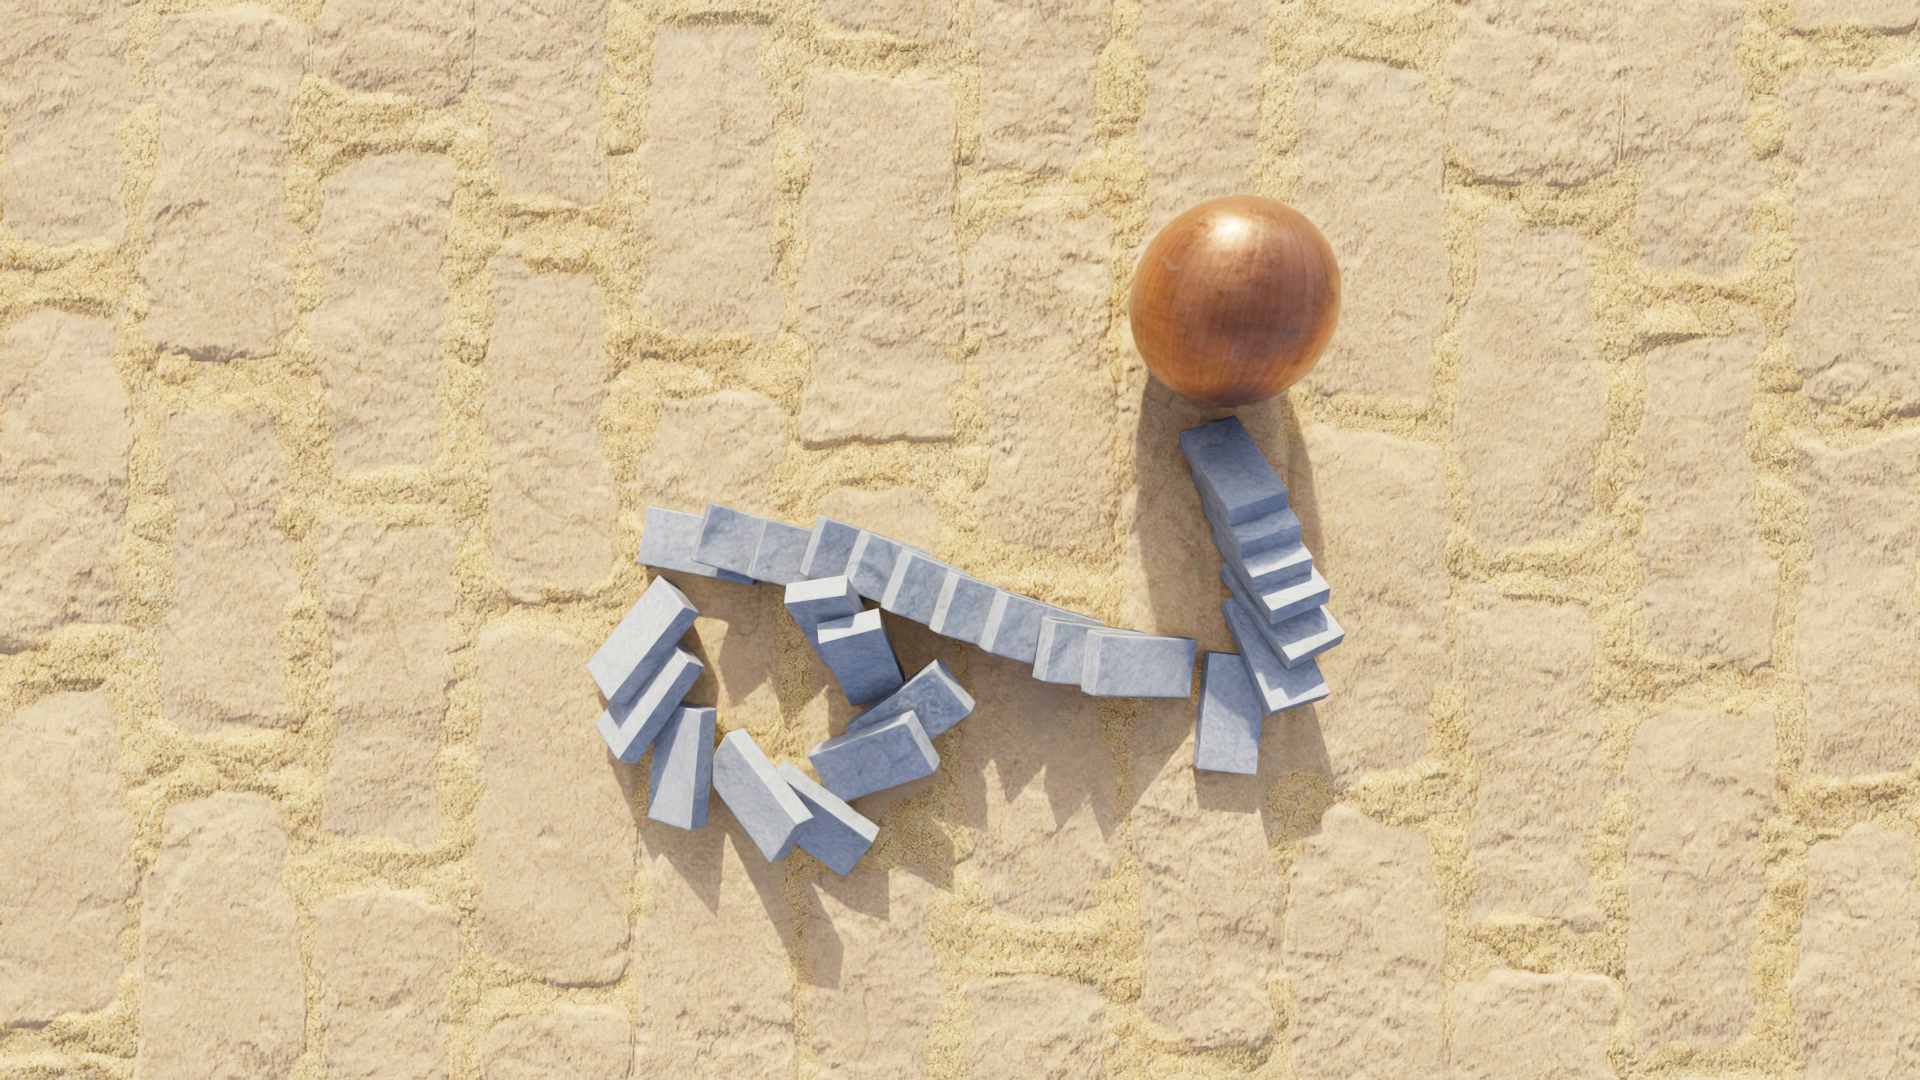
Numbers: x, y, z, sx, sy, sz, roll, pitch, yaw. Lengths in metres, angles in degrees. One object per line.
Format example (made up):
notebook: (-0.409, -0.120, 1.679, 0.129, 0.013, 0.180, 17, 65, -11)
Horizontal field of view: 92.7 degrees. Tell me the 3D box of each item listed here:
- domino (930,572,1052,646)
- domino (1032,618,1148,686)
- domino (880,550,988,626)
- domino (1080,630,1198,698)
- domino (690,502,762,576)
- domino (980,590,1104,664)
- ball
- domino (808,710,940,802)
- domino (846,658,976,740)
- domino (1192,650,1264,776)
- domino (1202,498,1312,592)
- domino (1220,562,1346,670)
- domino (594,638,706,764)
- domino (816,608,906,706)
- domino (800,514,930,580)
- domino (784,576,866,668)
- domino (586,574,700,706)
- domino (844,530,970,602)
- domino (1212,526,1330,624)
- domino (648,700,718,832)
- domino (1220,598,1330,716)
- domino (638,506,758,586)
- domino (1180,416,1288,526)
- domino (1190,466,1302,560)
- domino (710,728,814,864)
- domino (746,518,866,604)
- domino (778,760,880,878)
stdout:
domino: (0.014, 0.032, 0.384, 0.050, 0.009, 0.025, 19, 89, -29)
domino: (0.056, 0.048, 0.384, 0.050, 0.010, 0.025, 10, 90, -27)
domino: (-0.006, 0.025, 0.383, 0.050, 0.009, 0.025, 22, 88, -30)
domino: (0.076, 0.052, 0.384, 0.050, 0.009, 0.025, 6, 92, -27)
domino: (-0.084, 0.003, 0.385, 0.050, 0.009, 0.025, 17, 89, -24)
domino: (0.035, 0.040, 0.384, 0.050, 0.010, 0.025, 18, 90, -28)
ball: (0.107, -0.093, 0.360, 0.080, 0.080, 0.080, 0, 90, 0)
domino: (-0.036, 0.091, 0.384, 0.050, 0.010, 0.025, -23, 102, 22)
domino: (-0.021, 0.074, 0.386, 0.050, 0.010, 0.025, -37, 96, 19)
domino: (0.116, 0.074, 0.395, 0.025, 0.010, 0.050, 6, 90, 0)
domino: (0.122, -0.003, 0.379, 0.025, 0.010, 0.050, -18, 47, 1)
domino: (0.133, 0.026, 0.381, 0.025, 0.009, 0.050, -25, 57, -5)
domino: (-0.132, 0.066, 0.388, 0.025, 0.010, 0.050, 36, 90, 39)
domino: (-0.040, 0.049, 0.378, 0.025, 0.050, 0.009, -14, 50, 0)
domino: (-0.039, 0.009, 0.384, 0.050, 0.009, 0.025, 19, 90, -29)
domino: (-0.051, 0.034, 0.376, 0.025, 0.050, 0.009, -8, 51, 10)
domino: (-0.135, 0.042, 0.389, 0.050, 0.009, 0.025, -51, 53, 0)
domino: (-0.023, 0.016, 0.383, 0.050, 0.010, 0.025, 23, 87, -30)
domino: (0.128, 0.010, 0.379, 0.025, 0.009, 0.050, -21, 47, -2)
domino: (-0.118, 0.095, 0.390, 0.025, 0.009, 0.050, 5, 90, 29)
domino: (0.132, 0.046, 0.385, 0.025, 0.009, 0.050, -17, 65, 0)
domino: (-0.111, 0.002, 0.395, 0.050, 0.010, 0.025, 11, 90, 0)
domino: (0.112, -0.030, 0.379, 0.025, 0.009, 0.050, -17, 46, 0)
domino: (0.117, -0.017, 0.379, 0.025, 0.009, 0.050, -18, 47, 1)
domino: (-0.085, 0.106, 0.381, 0.050, 0.009, 0.025, 44, 115, 23)
domino: (-0.061, 0.009, 0.385, 0.050, 0.009, 0.025, 15, 90, -24)
domino: (-0.062, 0.119, 0.391, 0.050, 0.009, 0.025, 36, 114, 0)
